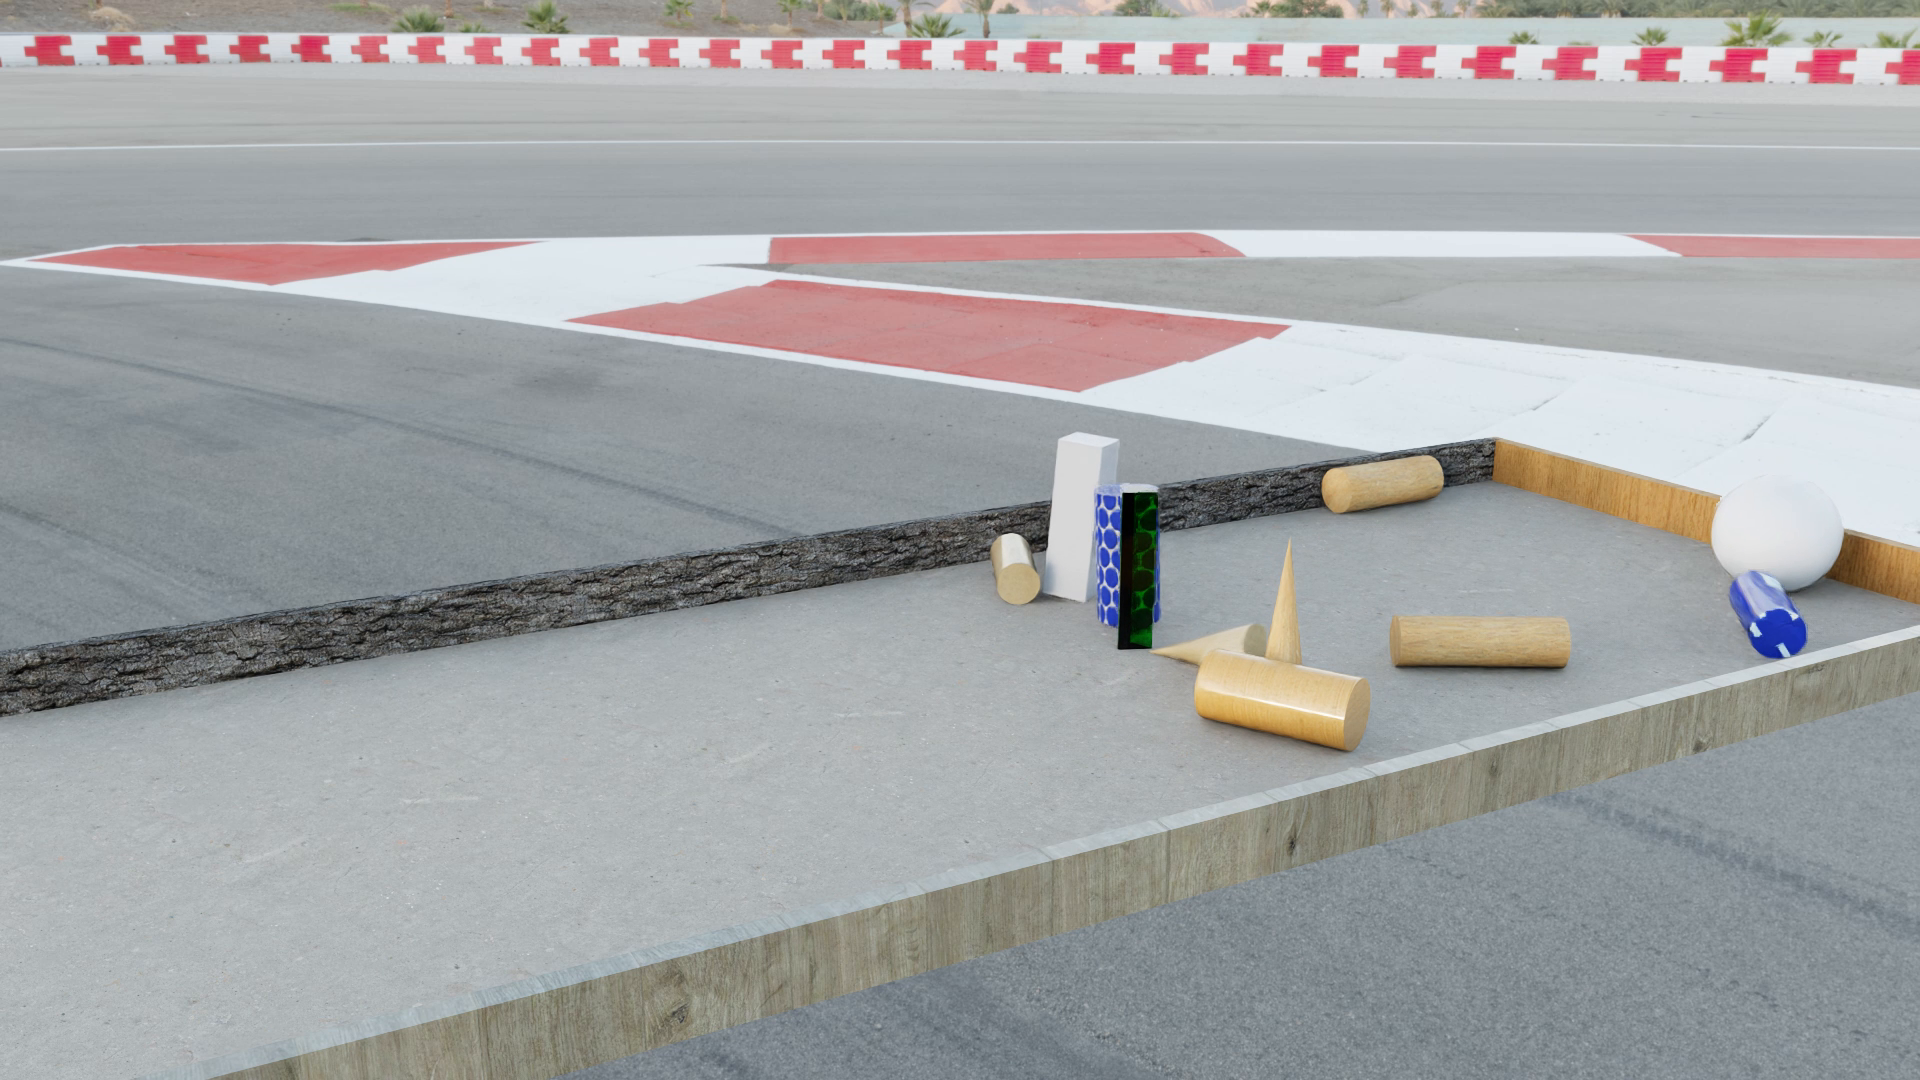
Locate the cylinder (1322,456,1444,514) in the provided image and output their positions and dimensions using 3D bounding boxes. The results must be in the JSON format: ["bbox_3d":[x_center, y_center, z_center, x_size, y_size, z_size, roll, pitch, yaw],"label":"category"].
[{"bbox_3d":[1.473,-0.196,5.746,0.415,0.155,0.155,-9,18,-27],"label":"cylinder"}]

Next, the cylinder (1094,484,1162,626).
[{"bbox_3d":[0.462,0.040,4.549,0.176,0.365,0.176,-3,13,1],"label":"cylinder"}]

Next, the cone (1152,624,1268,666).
[{"bbox_3d":[0.621,0.289,4.248,0.325,0.144,0.144,-3,11,39],"label":"cone"}]

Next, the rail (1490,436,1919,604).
[{"bbox_3d":[2.466,-0.048,5.253,0.050,0.150,2.100,-9,18,-27],"label":"rail"}]

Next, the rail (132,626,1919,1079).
[{"bbox_3d":[-2.336,1.006,1.665,12.000,0.150,0.050,-9,18,-27],"label":"rail"}]

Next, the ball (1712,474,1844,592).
[{"bbox_3d":[2.381,-0.020,4.810,0.346,0.346,0.346,0,16,0],"label":"ball"}]

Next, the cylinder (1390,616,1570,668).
[{"bbox_3d":[1.332,0.261,4.236,0.425,0.131,0.131,1,16,2],"label":"cylinder"}]

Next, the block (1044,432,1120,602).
[{"bbox_3d":[0.349,-0.067,4.748,0.134,0.455,0.134,12,17,25],"label":"block"}]

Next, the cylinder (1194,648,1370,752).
[{"bbox_3d":[0.744,0.366,3.813,0.363,0.169,0.169,10,19,32],"label":"cylinder"}]

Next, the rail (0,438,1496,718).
[{"bbox_3d":[-3.305,0.497,3.399,12.000,0.150,0.050,-9,18,-27],"label":"rail"}]

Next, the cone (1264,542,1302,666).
[{"bbox_3d":[0.771,0.198,3.915,0.126,0.433,0.126,0,16,0],"label":"cone"}]

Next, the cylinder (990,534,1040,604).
[{"bbox_3d":[0.160,0.082,4.855,0.123,0.123,0.310,-1,16,-2],"label":"cylinder"}]

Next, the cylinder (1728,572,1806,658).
[{"bbox_3d":[2.172,0.198,4.442,0.135,0.135,0.342,5,17,15],"label":"cylinder"}]

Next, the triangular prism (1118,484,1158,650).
[{"bbox_3d":[0.460,0.072,4.349,0.092,0.430,0.079,-1,16,-5],"label":"triangular prism"}]
